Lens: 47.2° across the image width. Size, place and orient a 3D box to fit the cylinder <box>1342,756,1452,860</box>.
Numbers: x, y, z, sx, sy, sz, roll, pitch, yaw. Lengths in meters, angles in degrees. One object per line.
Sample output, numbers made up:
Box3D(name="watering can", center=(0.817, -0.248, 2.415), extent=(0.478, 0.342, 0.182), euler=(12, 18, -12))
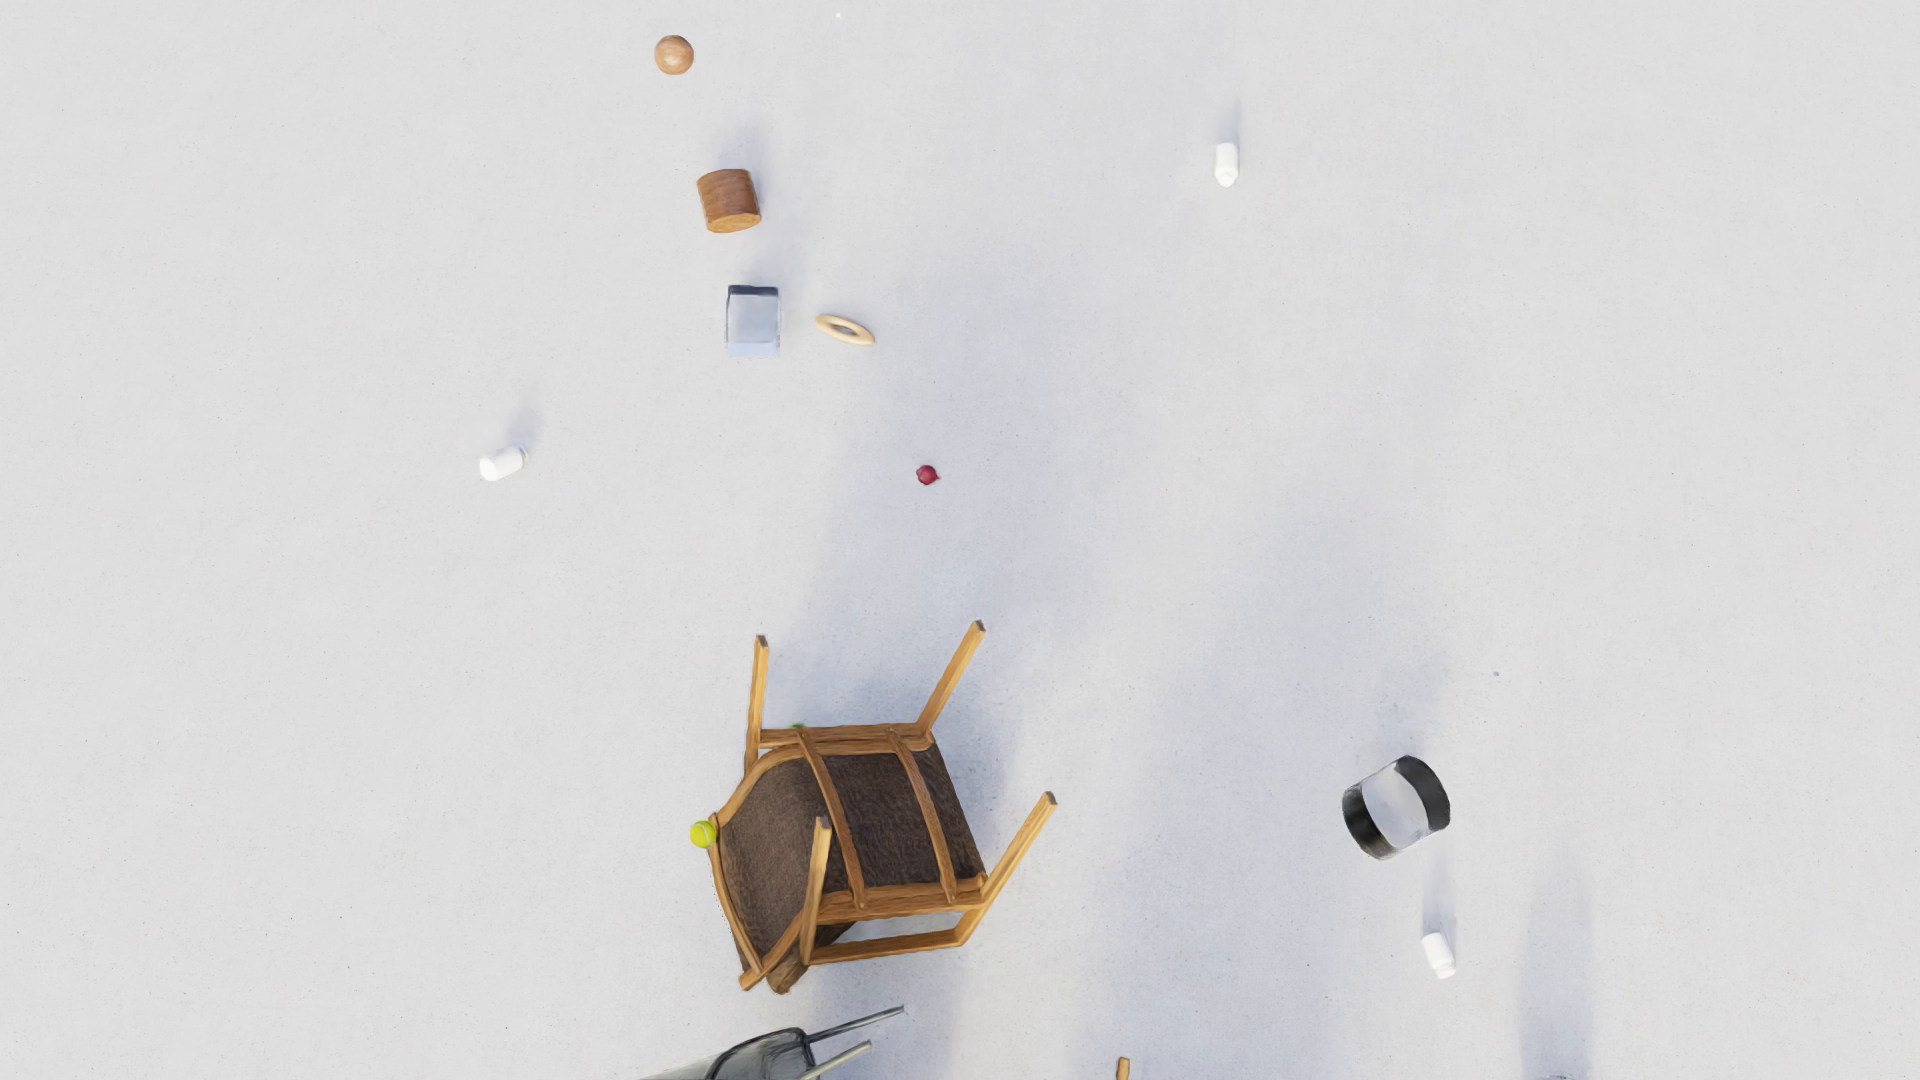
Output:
Box3D(name="cylinder", center=(1.174, 0.722, 5.918), extent=(0.214, 0.193, 0.223), euler=(10, 54, -40))

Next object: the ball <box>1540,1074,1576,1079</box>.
Box3D(name="ball", center=(1.497, 1.438, 5.488), extent=(0.201, 0.201, 0.201), euler=(0, 56, 0))

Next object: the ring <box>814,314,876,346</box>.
Box3D(name="ring", center=(-0.367, -0.669, 7.007), extent=(0.220, 0.026, 0.082), euler=(23, 60, 15))

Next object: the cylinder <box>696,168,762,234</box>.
Box3D(name="cylinder", center=(-0.765, -1.124, 7.278), extent=(0.184, 0.083, 0.207), euler=(-11, 57, -8))

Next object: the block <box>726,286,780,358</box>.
Box3D(name="block", center=(-0.649, -0.686, 6.901), extent=(0.157, 0.153, 0.184), euler=(1, 78, -2))
